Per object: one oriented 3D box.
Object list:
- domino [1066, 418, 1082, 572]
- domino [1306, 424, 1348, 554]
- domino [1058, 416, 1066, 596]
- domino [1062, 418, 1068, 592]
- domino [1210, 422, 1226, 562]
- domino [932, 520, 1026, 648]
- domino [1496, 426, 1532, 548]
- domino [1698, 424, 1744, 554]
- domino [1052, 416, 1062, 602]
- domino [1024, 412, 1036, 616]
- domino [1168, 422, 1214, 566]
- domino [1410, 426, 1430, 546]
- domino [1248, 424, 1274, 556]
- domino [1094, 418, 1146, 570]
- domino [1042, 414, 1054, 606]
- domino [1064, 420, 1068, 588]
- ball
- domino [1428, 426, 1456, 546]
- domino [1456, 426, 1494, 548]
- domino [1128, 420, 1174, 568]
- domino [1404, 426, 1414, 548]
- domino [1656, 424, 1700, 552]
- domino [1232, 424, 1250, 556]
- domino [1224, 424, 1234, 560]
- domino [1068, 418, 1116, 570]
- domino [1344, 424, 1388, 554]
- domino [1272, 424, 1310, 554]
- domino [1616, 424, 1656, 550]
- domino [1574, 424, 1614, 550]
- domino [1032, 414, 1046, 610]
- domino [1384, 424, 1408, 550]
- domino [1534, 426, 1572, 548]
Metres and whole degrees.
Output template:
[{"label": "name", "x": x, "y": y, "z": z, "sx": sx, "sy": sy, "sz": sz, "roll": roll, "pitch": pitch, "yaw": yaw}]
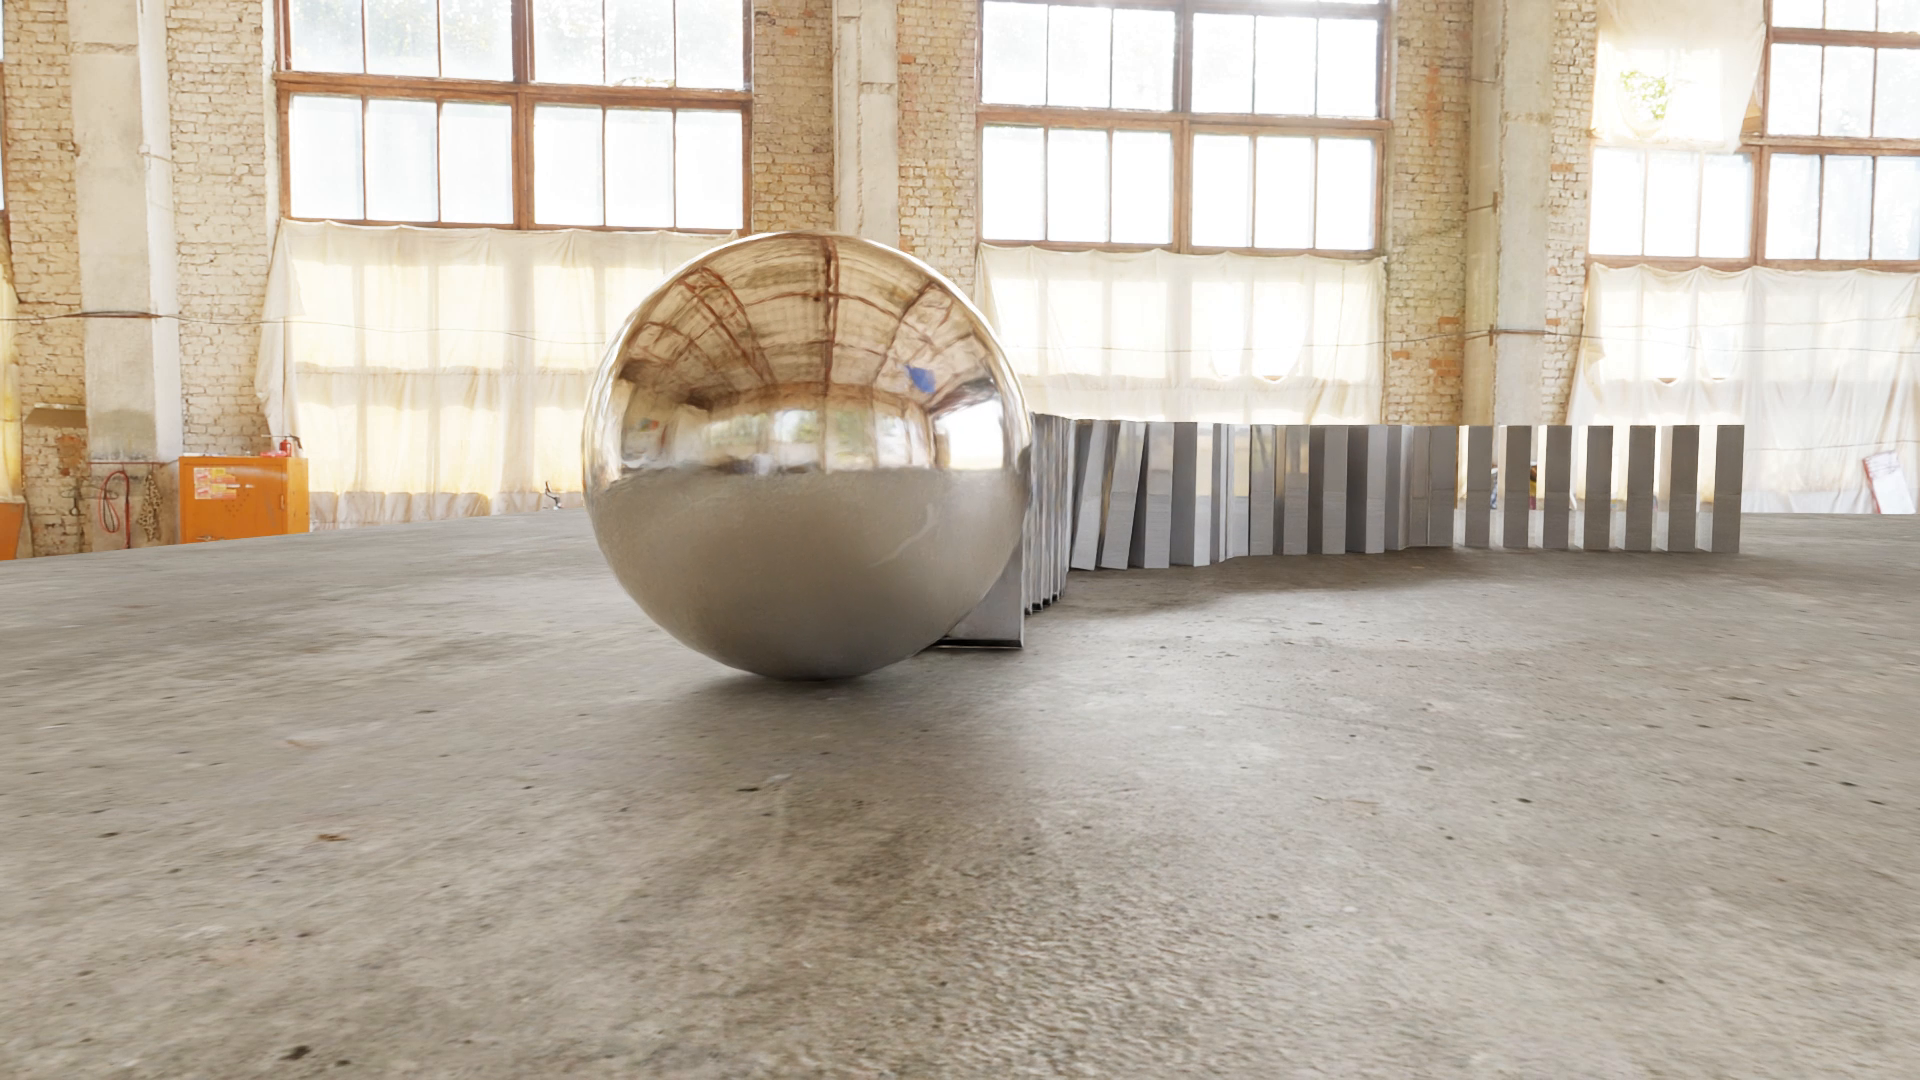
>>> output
[{"label": "domino", "x": 0.025, "y": -0.015, "z": 0.431, "sx": 0.025, "sy": 0.050, "sz": 0.009, "roll": 2, "pitch": -8, "yaw": 27}, {"label": "domino", "x": 0.142, "y": -0.020, "z": 0.506, "sx": 0.009, "sy": 0.050, "sz": 0.025, "roll": -1, "pitch": 4, "yaw": -11}, {"label": "domino", "x": 0.017, "y": -0.010, "z": 0.360, "sx": 0.025, "sy": 0.050, "sz": 0.009, "roll": 0, "pitch": -15, "yaw": 6}, {"label": "domino", "x": 0.018, "y": -0.010, "z": 0.371, "sx": 0.025, "sy": 0.050, "sz": 0.010, "roll": 0, "pitch": -16, "yaw": 6}, {"label": "domino", "x": 0.083, "y": -0.018, "z": 0.468, "sx": 0.025, "sy": 0.050, "sz": 0.009, "roll": 2, "pitch": 5, "yaw": 23}, {"label": "domino", "x": 0.001, "y": -0.003, "z": 0.271, "sx": 0.025, "sy": 0.050, "sz": 0.009, "roll": 0, "pitch": -15, "yaw": 6}, {"label": "domino", "x": 0.231, "y": -0.023, "z": 0.536, "sx": 0.009, "sy": 0.050, "sz": 0.025, "roll": 1, "pitch": 4, "yaw": 16}, {"label": "domino", "x": 0.303, "y": -0.021, "z": 0.512, "sx": 0.010, "sy": 0.050, "sz": 0.025, "roll": 1, "pitch": 5, "yaw": 19}, {"label": "domino", "x": 0.015, "y": -0.009, "z": 0.350, "sx": 0.025, "sy": 0.050, "sz": 0.009, "roll": 0, "pitch": -15, "yaw": 6}, {"label": "domino", "x": 0.006, "y": -0.007, "z": 0.321, "sx": 0.025, "sy": 0.050, "sz": 0.010, "roll": 0, "pitch": -15, "yaw": 6}, {"label": "domino", "x": 0.076, "y": -0.017, "z": 0.455, "sx": 0.025, "sy": 0.050, "sz": 0.010, "roll": 4, "pitch": 5, "yaw": 45}, {"label": "domino", "x": 0.187, "y": -0.023, "z": 0.543, "sx": 0.009, "sy": 0.050, "sz": 0.025, "roll": -1, "pitch": 4, "yaw": -17}, {"label": "domino", "x": 0.112, "y": -0.020, "z": 0.500, "sx": 0.010, "sy": 0.050, "sz": 0.025, "roll": -1, "pitch": 4, "yaw": -15}, {"label": "domino", "x": 0.051, "y": -0.016, "z": 0.444, "sx": 0.009, "sy": 0.050, "sz": 0.025, "roll": 7, "pitch": 2, "yaw": -19}, {"label": "domino", "x": 0.012, "y": -0.008, "z": 0.340, "sx": 0.025, "sy": 0.050, "sz": 0.009, "roll": 0, "pitch": -15, "yaw": 6}, {"label": "domino", "x": 0.019, "y": -0.011, "z": 0.383, "sx": 0.025, "sy": 0.050, "sz": 0.010, "roll": 0, "pitch": -21, "yaw": 6}, {"label": "ball", "x": -0.027, "y": -0.015, "z": 0.230, "sx": 0.080, "sy": 0.080, "sz": 0.080, "roll": 0, "pitch": 4, "yaw": 0}, {"label": "domino", "x": 0.201, "y": -0.023, "z": 0.543, "sx": 0.010, "sy": 0.050, "sz": 0.025, "roll": 1, "pitch": 4, "yaw": 8}, {"label": "domino", "x": 0.216, "y": -0.023, "z": 0.540, "sx": 0.009, "sy": 0.050, "sz": 0.025, "roll": 1, "pitch": 4, "yaw": 14}, {"label": "domino", "x": 0.063, "y": -0.016, "z": 0.447, "sx": 0.009, "sy": 0.050, "sz": 0.025, "roll": 0, "pitch": 4, "yaw": -21}, {"label": "domino", "x": 0.174, "y": -0.022, "z": 0.533, "sx": 0.025, "sy": 0.050, "sz": 0.009, "roll": 4, "pitch": 6, "yaw": 41}, {"label": "domino", "x": 0.289, "y": -0.021, "z": 0.517, "sx": 0.009, "sy": 0.050, "sz": 0.025, "roll": 2, "pitch": 5, "yaw": 19}, {"label": "domino", "x": 0.098, "y": -0.019, "z": 0.494, "sx": 0.010, "sy": 0.050, "sz": 0.025, "roll": -4, "pitch": 6, "yaw": -39}, {"label": "domino", "x": 0.089, "y": -0.019, "z": 0.482, "sx": 0.025, "sy": 0.050, "sz": 0.009, "roll": 2, "pitch": 5, "yaw": 25}, {"label": "domino", "x": 0.038, "y": -0.016, "z": 0.440, "sx": 0.009, "sy": 0.050, "sz": 0.025, "roll": 9, "pitch": -2, "yaw": -33}, {"label": "domino", "x": 0.156, "y": -0.021, "z": 0.510, "sx": 0.009, "sy": 0.050, "sz": 0.025, "roll": -2, "pitch": 5, "yaw": -26}, {"label": "domino", "x": 0.127, "y": -0.020, "z": 0.503, "sx": 0.009, "sy": 0.050, "sz": 0.025, "roll": -1, "pitch": 4, "yaw": -9}, {"label": "domino", "x": 0.275, "y": -0.022, "z": 0.522, "sx": 0.009, "sy": 0.050, "sz": 0.025, "roll": 1, "pitch": 5, "yaw": 19}, {"label": "domino", "x": 0.260, "y": -0.022, "z": 0.527, "sx": 0.010, "sy": 0.050, "sz": 0.025, "roll": 1, "pitch": 5, "yaw": 18}, {"label": "domino", "x": 0.009, "y": -0.007, "z": 0.331, "sx": 0.025, "sy": 0.050, "sz": 0.009, "roll": 0, "pitch": -15, "yaw": 6}, {"label": "domino", "x": 0.167, "y": -0.022, "z": 0.521, "sx": 0.025, "sy": 0.050, "sz": 0.010, "roll": 3, "pitch": 5, "yaw": 33}, {"label": "domino", "x": 0.246, "y": -0.022, "z": 0.531, "sx": 0.009, "sy": 0.050, "sz": 0.025, "roll": 1, "pitch": 5, "yaw": 18}]
